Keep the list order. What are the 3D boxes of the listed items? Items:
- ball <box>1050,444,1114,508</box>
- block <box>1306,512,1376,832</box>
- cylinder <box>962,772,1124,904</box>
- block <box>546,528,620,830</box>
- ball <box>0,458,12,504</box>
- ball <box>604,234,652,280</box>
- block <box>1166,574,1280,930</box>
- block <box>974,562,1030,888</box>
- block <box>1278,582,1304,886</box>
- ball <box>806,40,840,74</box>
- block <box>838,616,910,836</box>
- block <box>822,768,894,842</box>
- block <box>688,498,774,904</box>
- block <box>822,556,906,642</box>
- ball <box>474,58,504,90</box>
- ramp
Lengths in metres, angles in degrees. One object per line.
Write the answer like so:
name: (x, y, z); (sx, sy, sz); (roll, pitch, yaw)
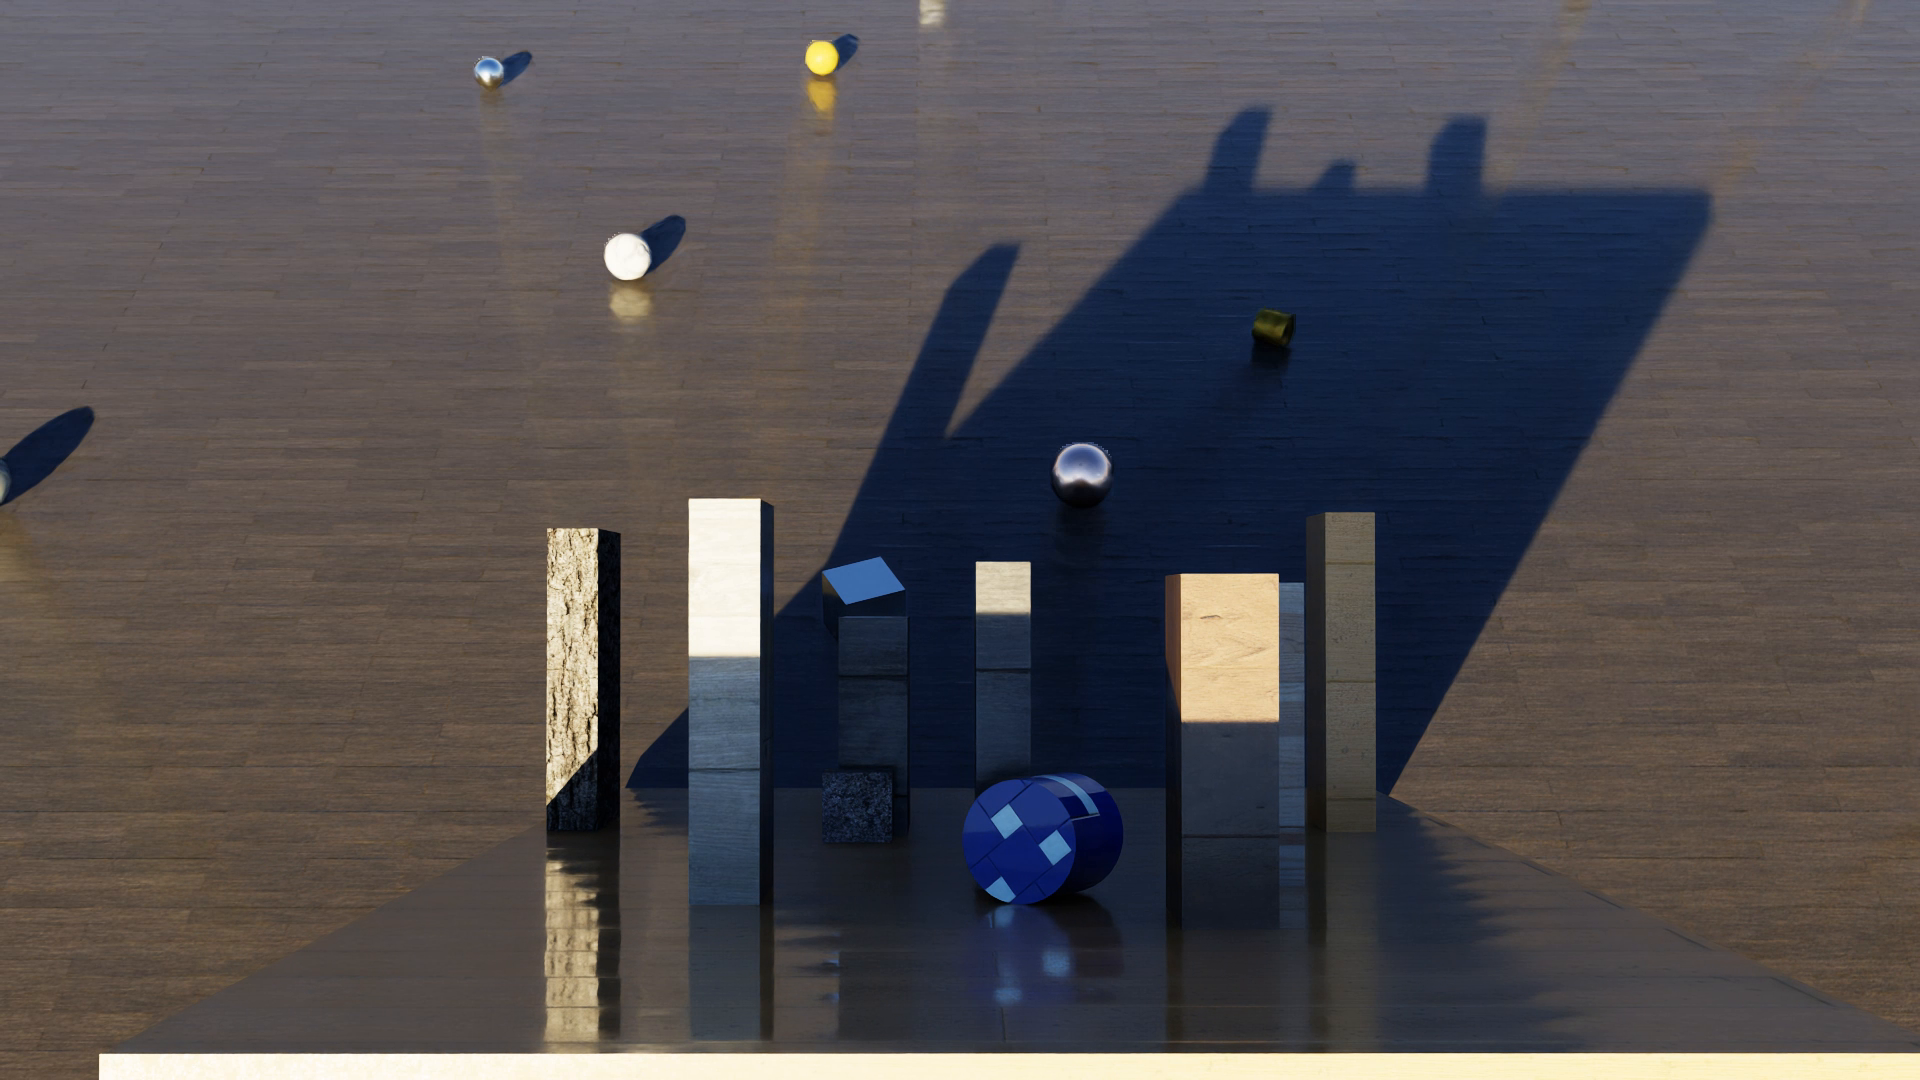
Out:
ball: (0.377, -0.199, 8.020); (0.199, 0.199, 0.199); (0, 34, 0)
block: (0.826, 0.283, 5.642); (0.105, 0.676, 0.301); (0, -1, 0)
cylinder: (0.138, 0.488, 4.266); (0.201, 0.201, 0.201); (18, 7, 25)
block: (-0.826, 0.302, 5.711); (0.108, 0.643, 0.372); (0, -1, 0)
ball: (-3.032, -0.185, 7.995); (0.203, 0.203, 0.203); (0, 34, 0)
ball: (-1.184, -1.010, 9.257); (0.167, 0.167, 0.167); (0, 34, 0)
block: (0.401, 0.318, 4.003); (0.145, 0.528, 0.293); (0, -1, 0)
block: (0.074, 0.319, 4.617); (0.092, 0.554, 0.427); (0, -1, 0)
block: (0.522, 0.336, 4.569); (0.134, 0.519, 0.257); (0, -1, 0)
ball: (-0.570, -1.998, 10.755); (0.140, 0.140, 0.140); (0, 34, 0)
block: (-0.181, 0.392, 5.565); (0.143, 0.454, 0.336); (0, -1, 0)
block: (-0.208, 0.543, 5.323); (0.141, 0.141, 0.141); (0, -1, 0)
block: (-0.379, 0.264, 4.330); (0.114, 0.652, 0.314); (0, -1, 0)
block: (-0.276, 0.191, 7.454); (0.182, 0.182, 0.182); (-14, 36, -20)
ball: (-1.930, -1.912, 10.639); (0.126, 0.126, 0.126); (0, 34, 0)
ramp: (0.075, 0.651, 4.787); (2.000, 0.100, 4.000); (0, -1, 0)
